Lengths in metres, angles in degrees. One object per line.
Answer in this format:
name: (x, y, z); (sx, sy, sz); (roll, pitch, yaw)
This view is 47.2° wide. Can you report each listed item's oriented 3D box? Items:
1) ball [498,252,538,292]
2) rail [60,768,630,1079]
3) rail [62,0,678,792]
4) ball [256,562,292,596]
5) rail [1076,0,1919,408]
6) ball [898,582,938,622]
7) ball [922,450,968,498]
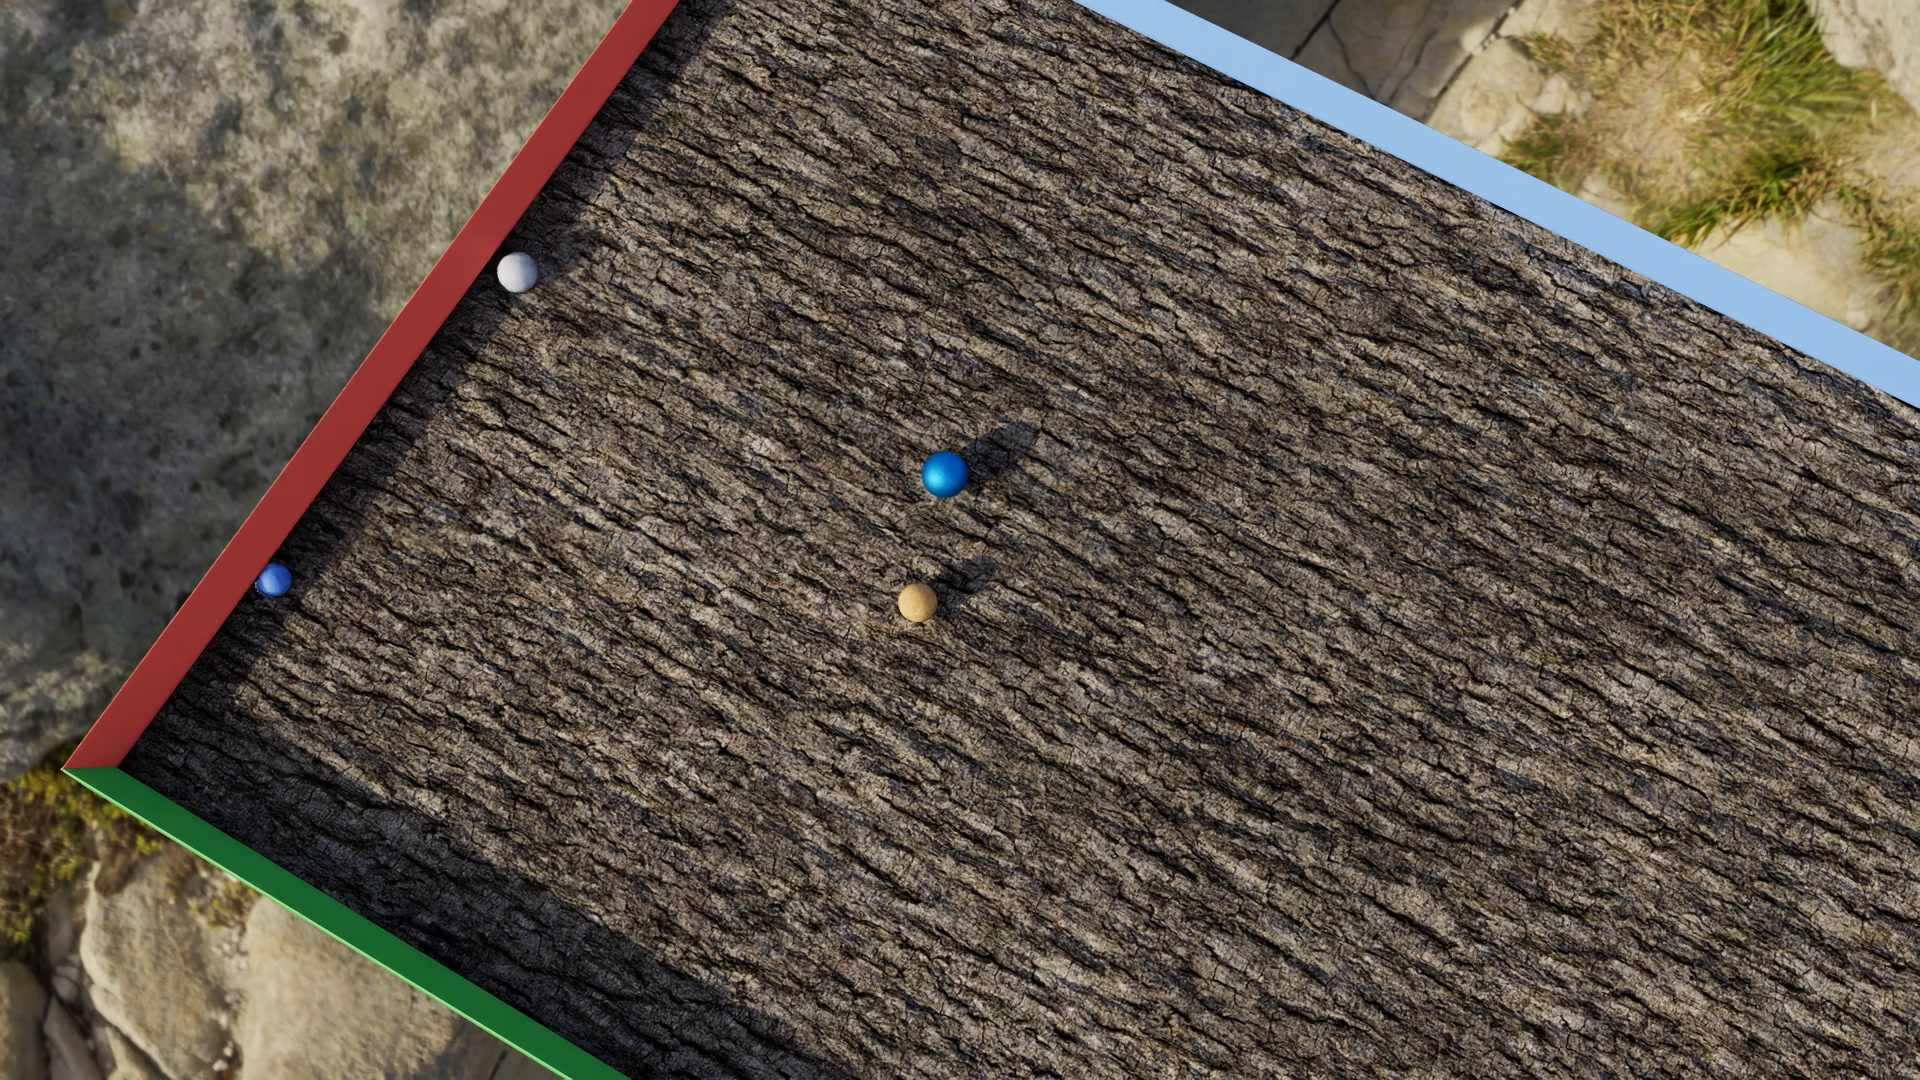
ball: (-0.730, -0.442, 3.632); (0.067, 0.067, 0.067); (0, 69, 0)
rail: (0.345, 1.235, 2.973); (3.847, 0.101, 0.045); (28, 72, 10)
rail: (-0.813, -0.444, 3.614); (0.045, 0.101, 2.008); (28, 72, 10)
ball: (-1.075, 0.062, 3.447); (0.053, 0.053, 0.053); (0, 69, 0)
rail: (1.322, -0.353, 3.579); (3.847, 0.101, 0.045); (28, 72, 10)
ball: (-0.066, 0.097, 3.429); (0.062, 0.062, 0.062); (0, 69, 0)
ball: (-0.024, -0.104, 3.499); (0.075, 0.075, 0.075); (0, 69, 0)
